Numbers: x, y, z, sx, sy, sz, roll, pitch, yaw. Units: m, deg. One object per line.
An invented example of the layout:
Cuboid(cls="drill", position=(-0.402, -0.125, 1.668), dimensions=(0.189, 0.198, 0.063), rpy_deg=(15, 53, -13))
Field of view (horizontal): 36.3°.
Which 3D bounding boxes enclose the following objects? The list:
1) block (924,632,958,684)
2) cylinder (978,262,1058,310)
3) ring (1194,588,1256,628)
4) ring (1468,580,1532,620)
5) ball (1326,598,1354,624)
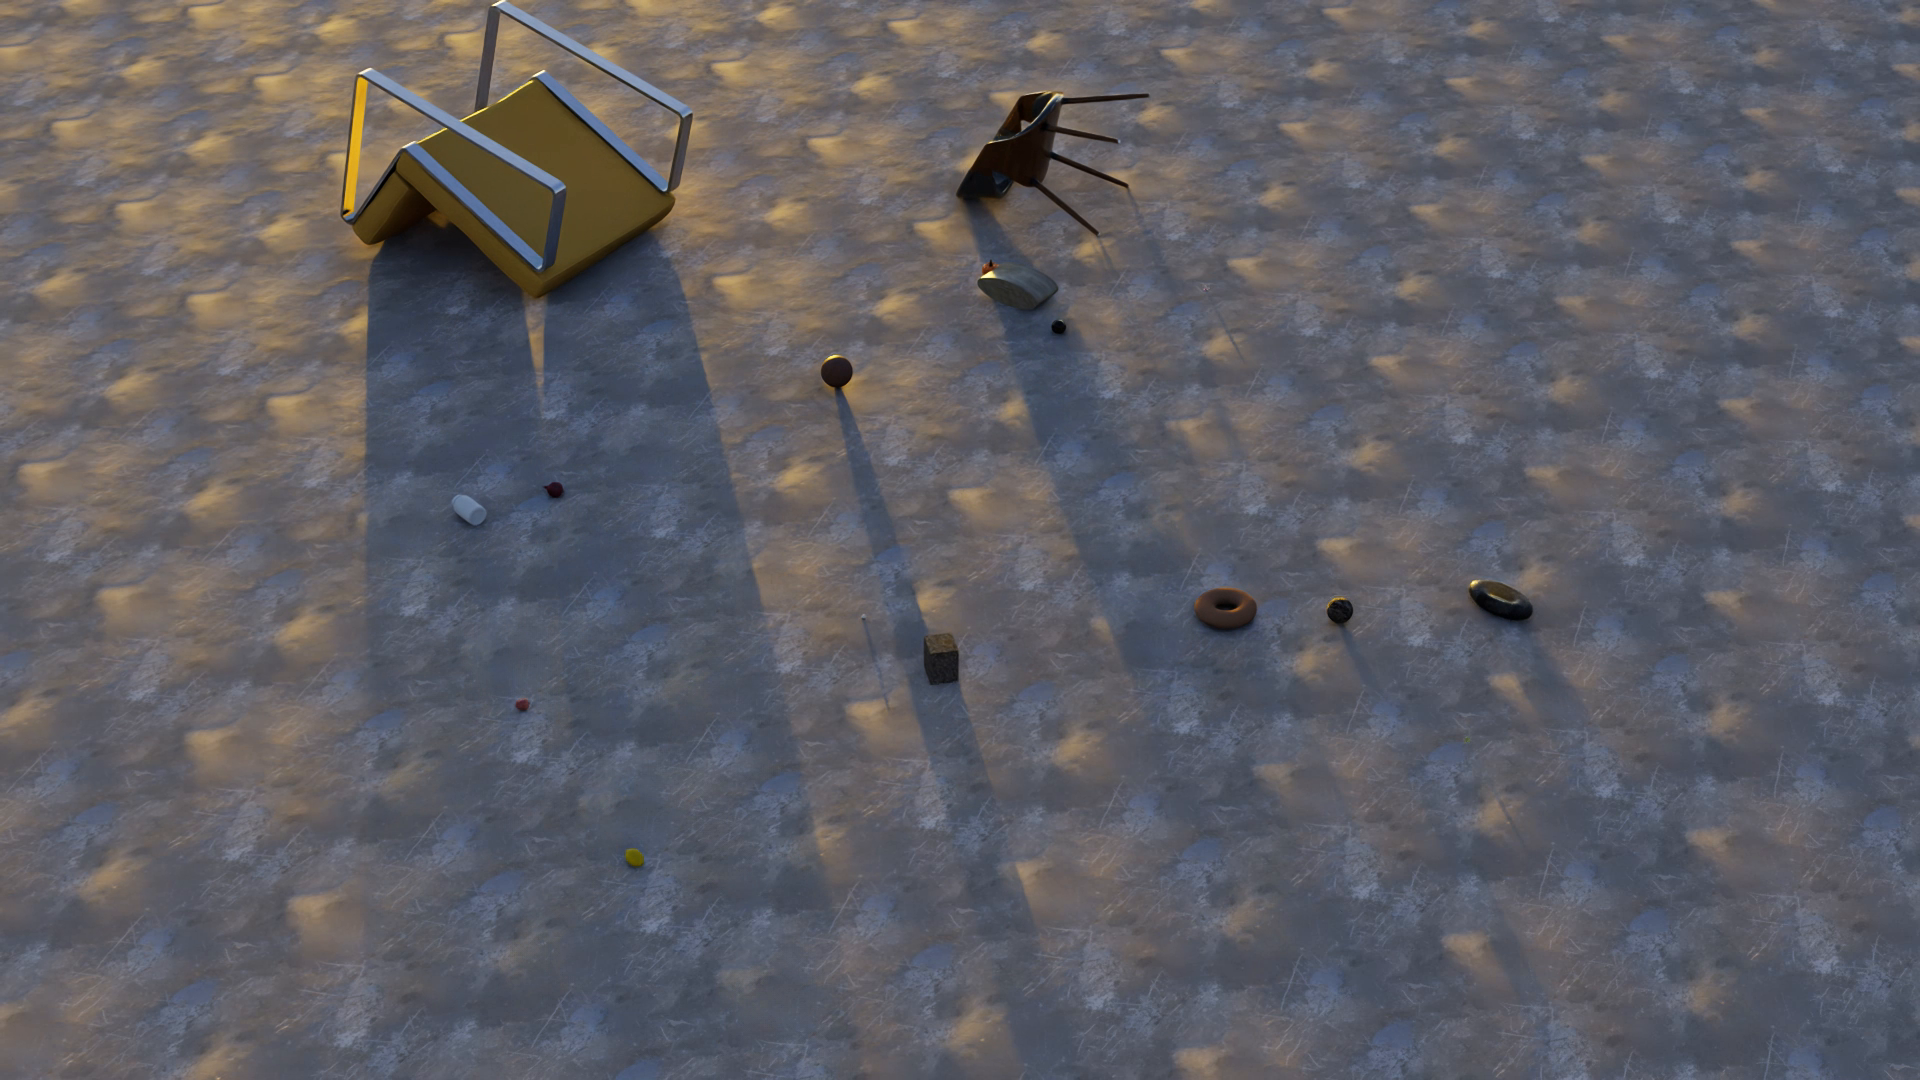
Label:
Cuboid(cls="block", position=(-0.065, 0.413, 10.198), dimensions=(0.099, 0.132, 0.109), rpy_deg=(-7, 34, -11))
Cuboid(cls="cylinder", position=(0.246, -1.082, 12.483), dimensions=(0.308, 0.114, 0.163), rpy_deg=(23, 40, 27))
Cuboid(cls="ring", position=(0.953, 0.244, 10.521), dimensions=(0.222, 0.060, 0.230), rpy_deg=(25, 40, 34))
Cuboid(cls="ring", position=(1.948, 0.215, 10.563), dimensions=(0.144, 0.062, 0.270), rpy_deg=(-28, 42, -34))
Cuboid(cls="ball", position=(1.358, 0.251, 10.478), dimensions=(0.093, 0.093, 0.093), rpy_deg=(0, 33, 0))
